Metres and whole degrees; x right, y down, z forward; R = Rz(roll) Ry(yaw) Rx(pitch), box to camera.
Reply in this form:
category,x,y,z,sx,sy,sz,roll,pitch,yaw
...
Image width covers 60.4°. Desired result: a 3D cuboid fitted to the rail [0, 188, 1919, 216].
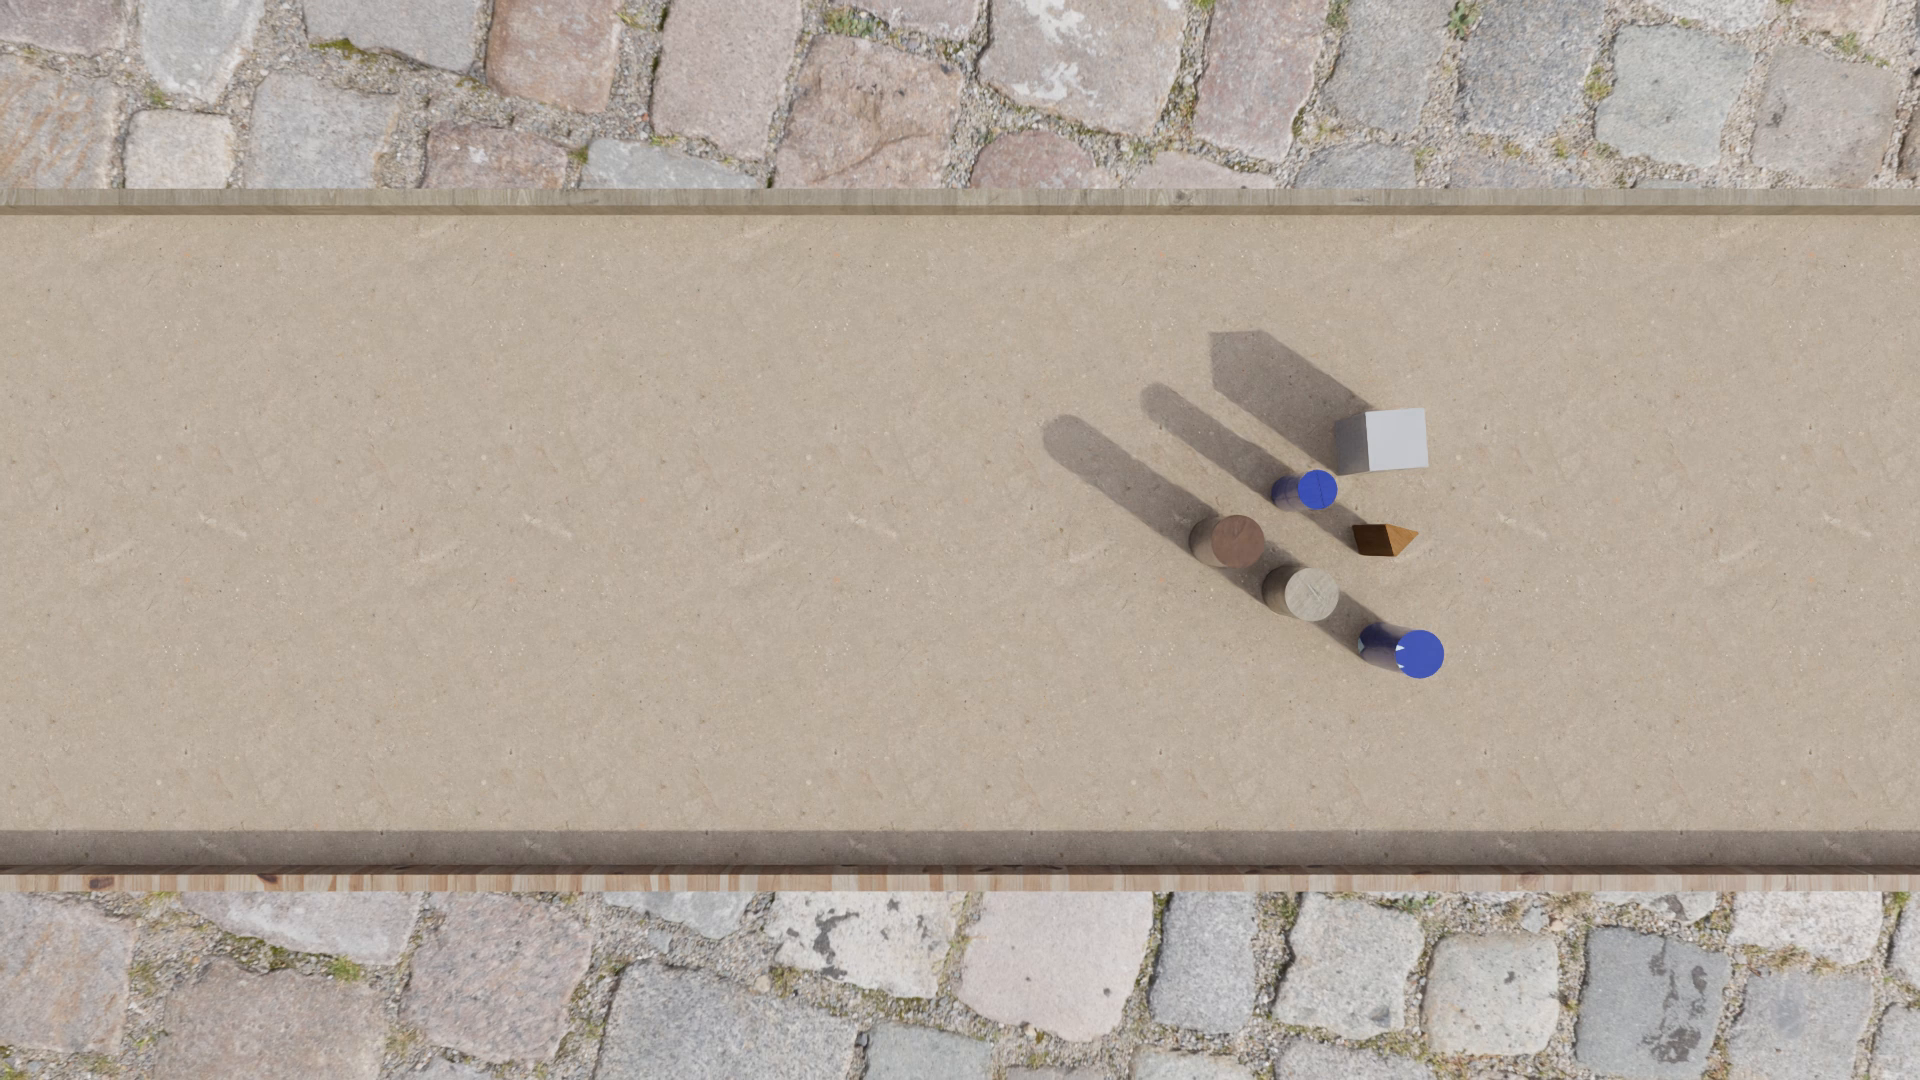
category,x,y,z,sx,sy,sz,roll,pitch,yaw
rail,-2.247,-1.025,5.002,12.000,0.150,0.050,0,90,0

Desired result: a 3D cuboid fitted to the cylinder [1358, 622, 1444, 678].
category,x,y,z,sx,sy,sz,roll,pitch,yaw
cylinder,1.293,0.321,4.857,0.137,0.438,0.137,0,90,0

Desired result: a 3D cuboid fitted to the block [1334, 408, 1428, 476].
category,x,y,z,sx,sy,sz,roll,pitch,yaw
block,1.243,-0.287,4.883,0.168,0.386,0.168,-4,90,0

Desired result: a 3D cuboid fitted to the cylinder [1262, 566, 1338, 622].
category,x,y,z,sx,sy,sz,roll,pitch,yaw
cylinder,1.005,0.156,4.895,0.154,0.363,0.154,0,90,0

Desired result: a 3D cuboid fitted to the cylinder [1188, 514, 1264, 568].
category,x,y,z,sx,sy,sz,roll,pitch,yaw
cylinder,0.780,0.005,4.852,0.151,0.449,0.151,0,90,0

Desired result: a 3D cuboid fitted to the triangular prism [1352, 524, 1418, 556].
category,x,y,z,sx,sy,sz,roll,pitch,yaw
triangular prism,1.237,-0.015,4.875,0.083,0.402,0.095,44,90,0

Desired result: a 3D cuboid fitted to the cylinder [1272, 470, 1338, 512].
category,x,y,z,sx,sy,sz,roll,pitch,yaw
cylinder,1.013,-0.143,4.875,0.112,0.403,0.112,0,90,0

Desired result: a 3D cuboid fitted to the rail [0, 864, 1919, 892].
category,x,y,z,sx,sy,sz,roll,pitch,yaw
rail,-2.247,1.025,5.001,12.000,0.150,0.050,0,90,0
